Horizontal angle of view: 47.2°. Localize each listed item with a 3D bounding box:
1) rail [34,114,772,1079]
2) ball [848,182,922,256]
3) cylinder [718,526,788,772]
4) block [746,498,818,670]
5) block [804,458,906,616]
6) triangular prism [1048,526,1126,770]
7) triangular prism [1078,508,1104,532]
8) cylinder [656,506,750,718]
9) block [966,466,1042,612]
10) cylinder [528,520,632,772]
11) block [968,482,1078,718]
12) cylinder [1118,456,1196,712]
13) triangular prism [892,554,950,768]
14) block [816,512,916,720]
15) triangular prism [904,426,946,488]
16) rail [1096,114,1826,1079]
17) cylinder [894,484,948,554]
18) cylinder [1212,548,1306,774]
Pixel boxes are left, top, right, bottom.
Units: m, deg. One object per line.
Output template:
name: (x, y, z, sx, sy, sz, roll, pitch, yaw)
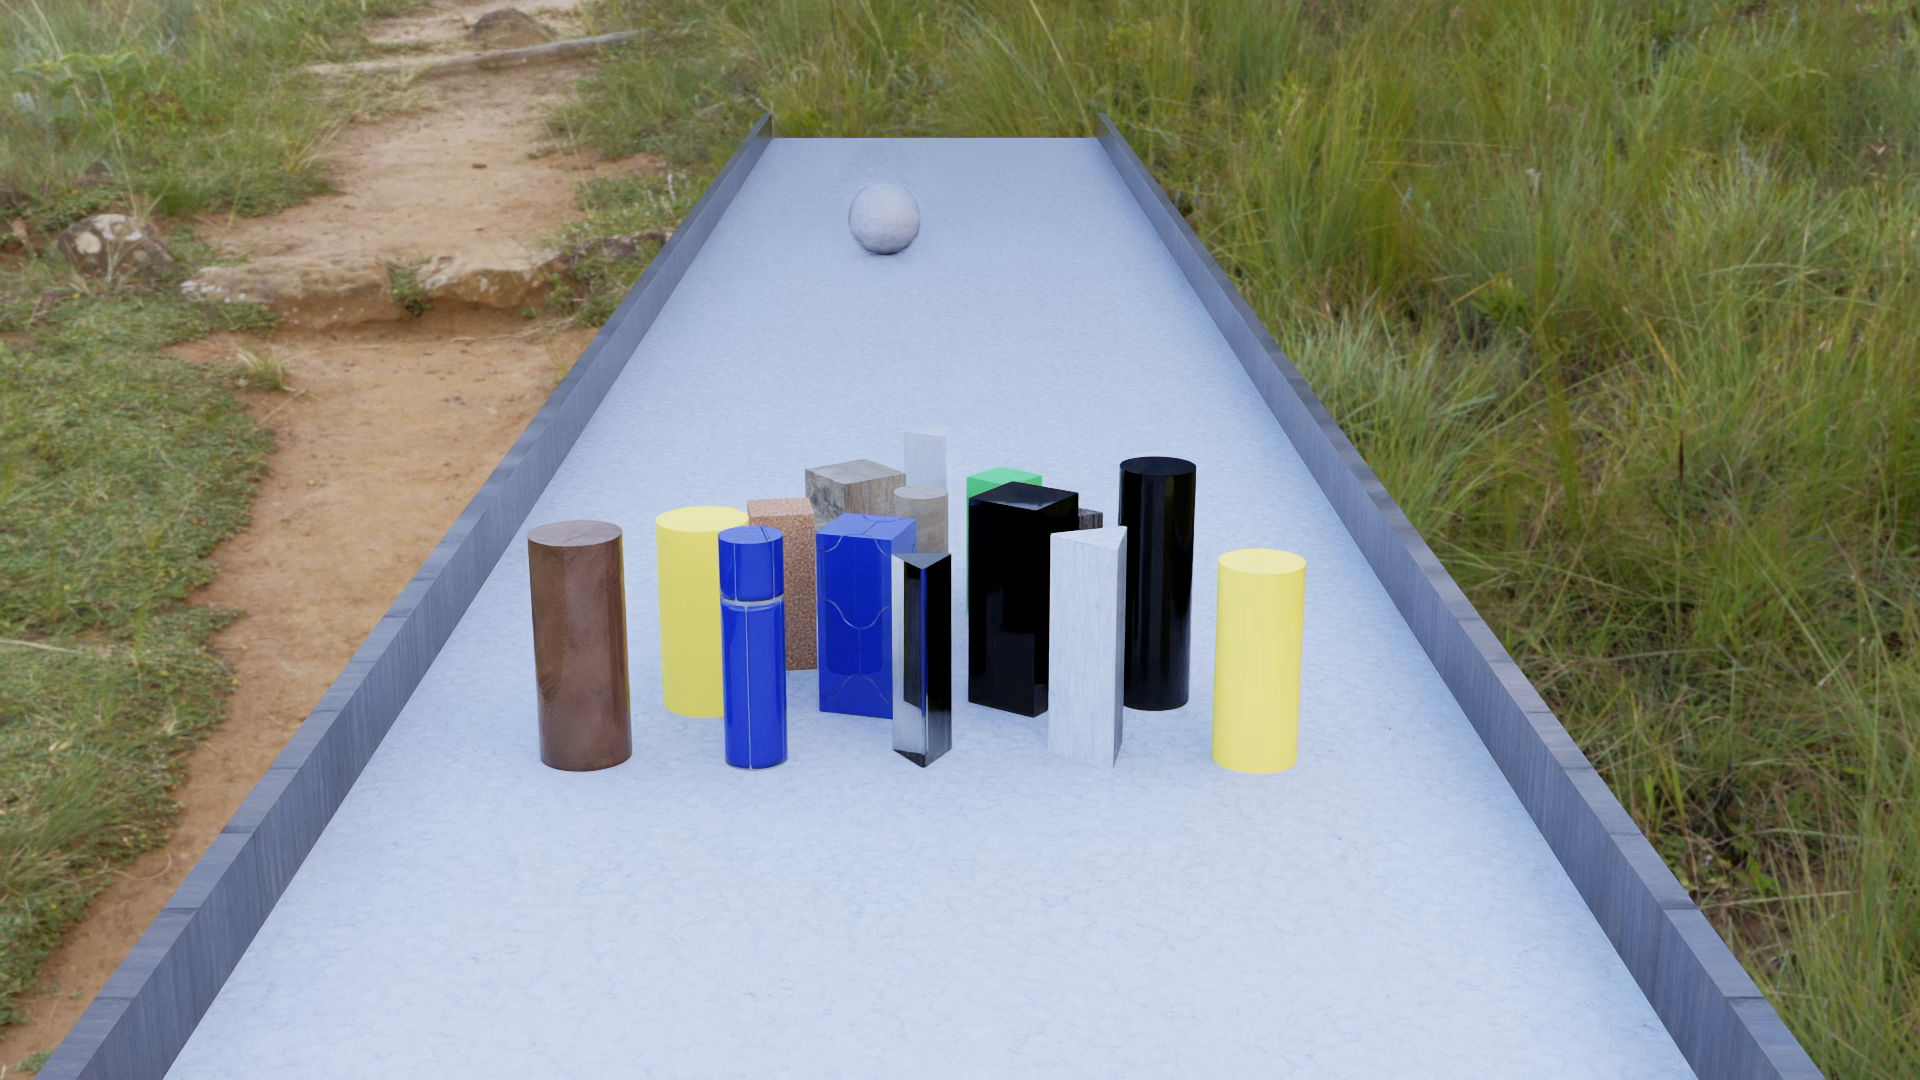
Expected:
rail: (-1.118, -0.838, 7.780, 0.050, 0.150, 12.000, 0, 17, -1)
ball: (-0.316, -1.351, 9.230, 0.306, 0.306, 0.306, 0, 17, 0)
cylinder: (-0.362, 0.190, 3.856, 0.112, 0.416, 0.112, 0, 17, 0)
block: (-0.354, 0.089, 4.368, 0.123, 0.320, 0.123, -3, 17, -8)
block: (-0.220, 0.006, 4.655, 0.153, 0.314, 0.153, -12, 20, -34)
triangular prism: (0.252, 0.183, 3.899, 0.142, 0.405, 0.123, 14, 21, 39)
triangular prism: (0.219, 0.088, 4.394, 0.100, 0.306, 0.087, -8, 18, -25)
cylinder: (-0.479, 0.134, 4.139, 0.173, 0.362, 0.173, 0, 17, 0)
block: (0.093, 0.010, 4.667, 0.113, 0.301, 0.113, 14, 21, 38)
cylinder: (-0.669, 0.186, 3.878, 0.163, 0.413, 0.163, 0, 17, 0)
block: (0.119, 0.110, 4.149, 0.149, 0.403, 0.149, 11, 20, 33)
cylinder: (0.367, 0.082, 4.145, 0.143, 0.459, 0.143, 0, 17, 0)
triangular prism: (-0.054, 0.206, 3.888, 0.089, 0.368, 0.103, -10, 19, -31)
block: (-0.173, 0.142, 4.138, 0.146, 0.349, 0.146, 5, 17, 16)
triangular prism: (-0.056, -0.079, 4.888, 0.106, 0.345, 0.091, 9, 19, 27)
rail: (0.932, -0.844, 7.801, 0.050, 0.150, 12.000, 0, 17, -1)
cylinder: (-0.077, 0.065, 4.417, 0.109, 0.336, 0.109, 0, 17, 0)
cylinder: (0.524, 0.212, 3.869, 0.151, 0.367, 0.151, 0, 17, 0)
